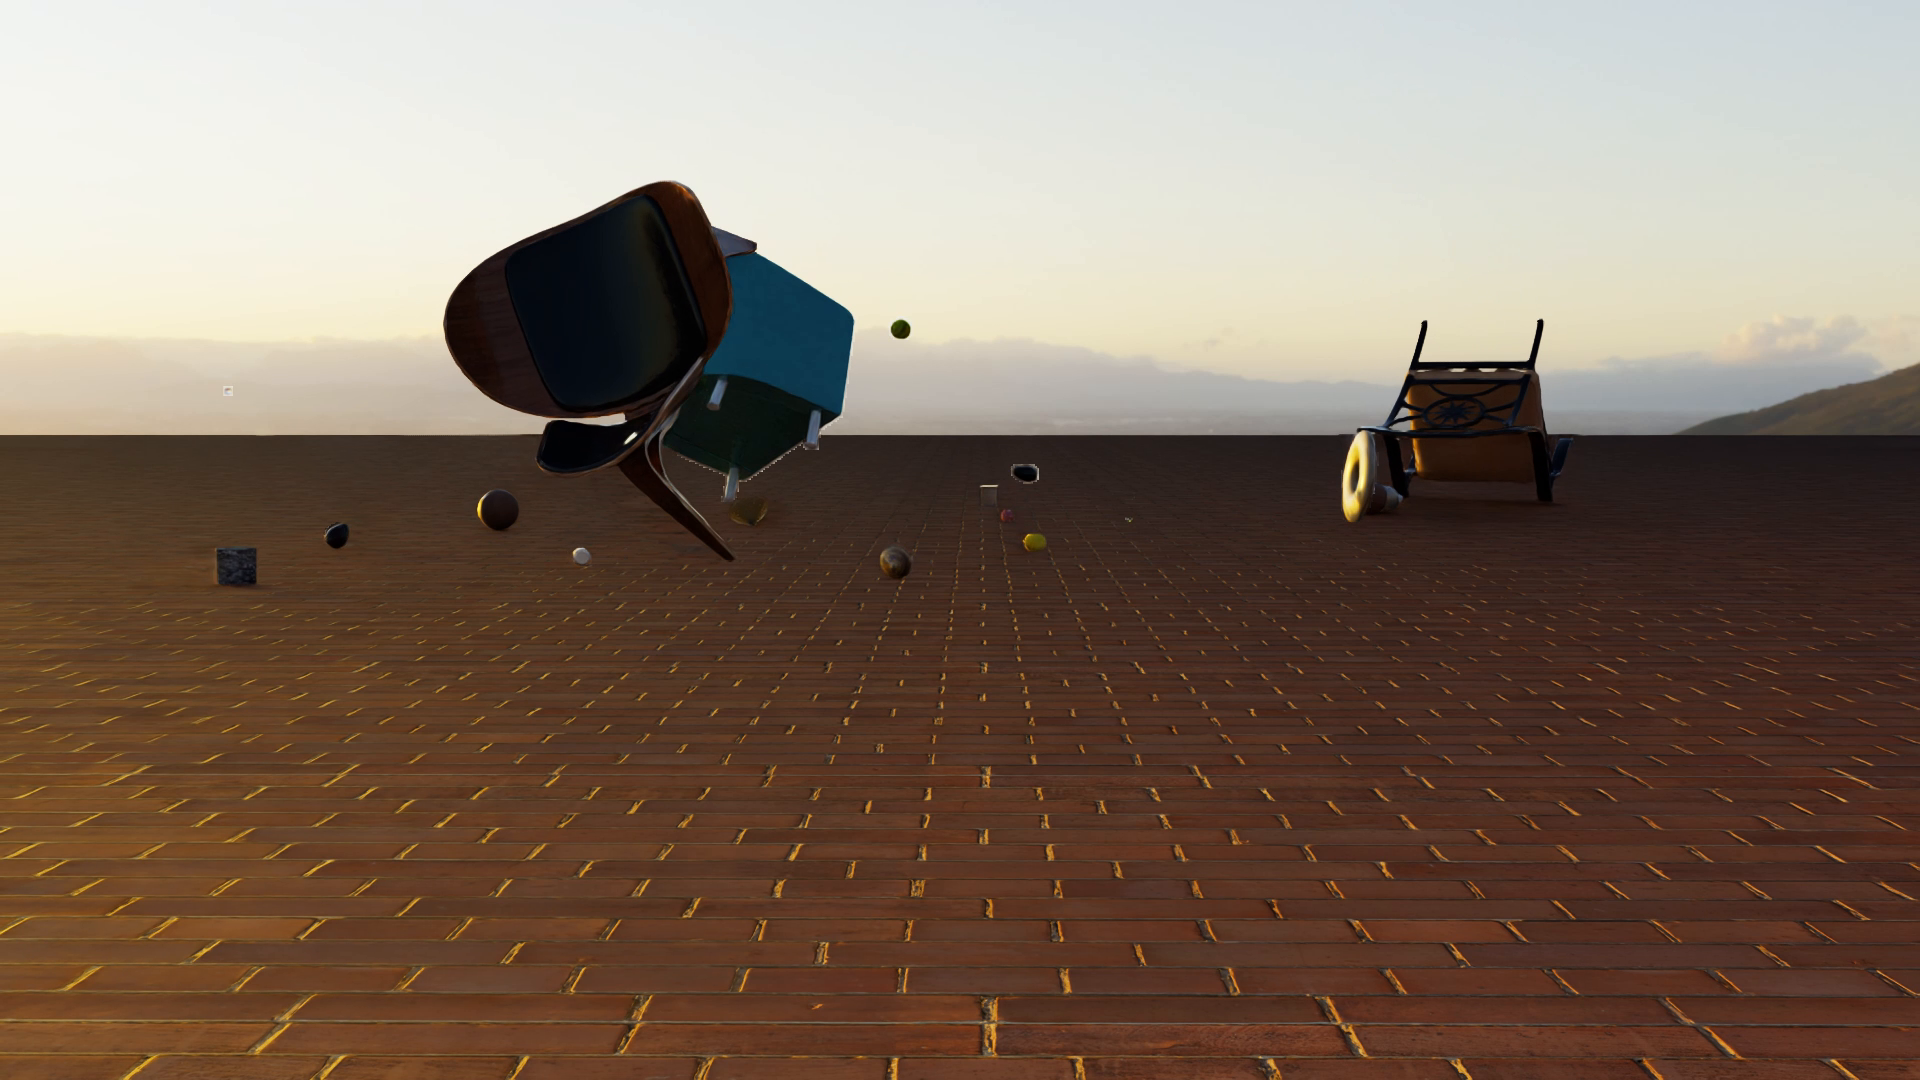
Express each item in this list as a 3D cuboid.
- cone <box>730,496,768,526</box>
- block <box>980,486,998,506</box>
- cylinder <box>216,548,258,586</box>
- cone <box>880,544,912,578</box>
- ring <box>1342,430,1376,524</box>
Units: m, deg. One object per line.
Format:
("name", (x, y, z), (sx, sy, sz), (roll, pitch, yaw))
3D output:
("cone", (-0.686, -0.070, 7.216), (0.128, 0.109, 0.094), (-22, 37, 1))
("block", (0.111, -0.169, 8.451), (0.064, 0.077, 0.072), (0, 4, 5))
("cylinder", (-1.670, 0.060, 5.078), (0.090, 0.082, 0.080), (0, 4, 0))
("cone", (-0.155, 0.059, 5.188), (0.076, 0.084, 0.047), (-9, 18, 15))
("ring", (1.332, -0.211, 7.343), (0.045, 0.322, 0.315), (7, 46, -4))
